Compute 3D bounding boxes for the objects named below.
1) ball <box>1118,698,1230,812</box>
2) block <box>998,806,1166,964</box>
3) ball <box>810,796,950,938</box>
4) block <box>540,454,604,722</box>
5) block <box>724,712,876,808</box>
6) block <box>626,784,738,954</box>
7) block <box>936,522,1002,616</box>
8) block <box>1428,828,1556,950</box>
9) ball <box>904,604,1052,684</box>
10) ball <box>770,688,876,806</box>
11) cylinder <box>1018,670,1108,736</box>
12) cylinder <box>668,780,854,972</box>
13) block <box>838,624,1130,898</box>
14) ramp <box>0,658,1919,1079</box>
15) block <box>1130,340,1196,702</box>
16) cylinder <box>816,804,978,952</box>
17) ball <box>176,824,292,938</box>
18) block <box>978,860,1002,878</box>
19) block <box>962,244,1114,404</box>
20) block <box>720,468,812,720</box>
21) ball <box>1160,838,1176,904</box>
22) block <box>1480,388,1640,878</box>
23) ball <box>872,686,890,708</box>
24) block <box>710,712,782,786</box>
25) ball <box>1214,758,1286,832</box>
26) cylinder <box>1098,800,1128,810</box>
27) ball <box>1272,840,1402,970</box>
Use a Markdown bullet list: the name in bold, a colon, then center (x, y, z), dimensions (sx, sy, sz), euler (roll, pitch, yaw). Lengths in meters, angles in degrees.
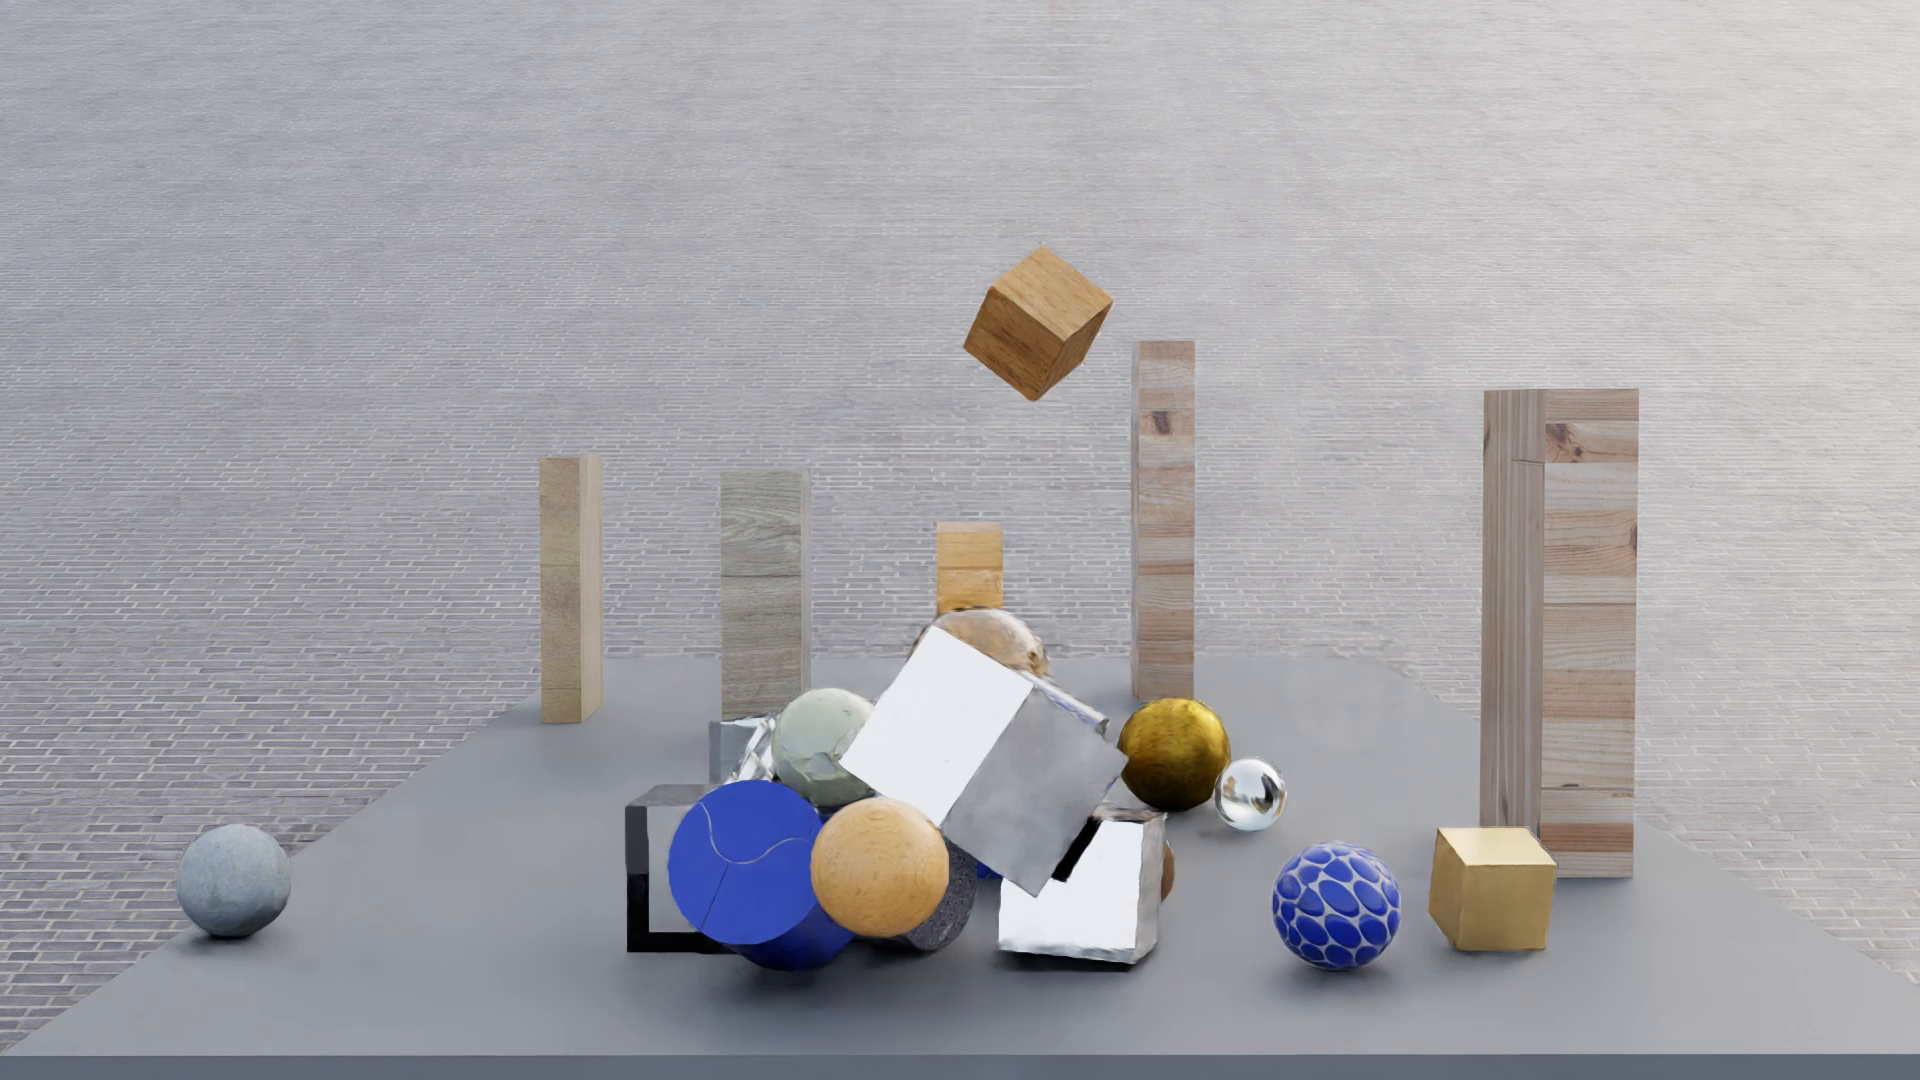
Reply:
- **ball**: center (0.337, 0.338, 4.059), dimensions (0.180, 0.180, 0.180), euler (0, 22, 0)
- **block**: center (0.144, 0.395, 2.989), dimensions (0.158, 0.158, 0.158), euler (4, 0, 14)
- **ball**: center (-0.082, 0.334, 2.628), dimensions (0.143, 0.143, 0.143), euler (0, 22, 0)
- **block**: center (-0.807, 0.093, 5.358), dimensions (0.080, 0.536, 0.335), euler (0, 3, 0)
- **block**: center (-0.223, 0.346, 3.523), dimensions (0.142, 0.142, 0.142), euler (29, 2, -23)
- **block**: center (-0.296, 0.392, 3.086), dimensions (0.172, 0.172, 0.172), euler (0, 3, 6)
- **block**: center (0.013, 0.211, 3.789), dimensions (0.094, 0.461, 0.313), euler (0, 3, 0)
- **block**: center (0.629, 0.413, 3.046), dimensions (0.109, 0.109, 0.109), euler (1, 17, -8)
- **ball**: center (0.024, 0.191, 3.529), dimensions (0.205, 0.205, 0.205), euler (0, 22, 0)
- **ball**: center (-0.154, 0.246, 3.059), dimensions (0.142, 0.142, 0.142), euler (0, 22, 0)
- **cylinder**: center (0.110, 0.255, 3.371), dimensions (0.124, 0.124, 0.124), euler (30, 30, 13)
- **cylinder**: center (-0.209, 0.373, 2.843), dimensions (0.180, 0.180, 0.180), euler (6, -17, 14)
- **block**: center (0.027, 0.246, 2.858), dimensions (0.187, 0.187, 0.187), euler (39, -7, -41)
- **ramp**: center (0.050, 0.454, 4.532), dimensions (2.000, 0.100, 4.000), euler (0, 3, 0)
- **block**: center (0.446, -0.045, 5.667), dimensions (0.120, 0.780, 0.240), euler (0, 3, 0)
- **cylinder**: center (-0.093, 0.398, 3.050), dimensions (0.163, 0.163, 0.163), euler (1, 18, 36)
- **ball**: center (-0.875, 0.411, 3.101), dimensions (0.135, 0.135, 0.135), euler (0, 22, 0)
- **block**: center (0.028, 0.373, 3.560), dimensions (0.162, 0.162, 0.162), euler (0, 3, -1)
- **block**: center (0.090, -0.251, 2.980), dimensions (0.107, 0.107, 0.107), euler (39, 48, 11)
- **block**: center (-0.366, 0.125, 4.894), dimensions (0.148, 0.520, 0.321), euler (0, 3, 0)
- **ball**: center (0.210, 0.411, 3.220), dimensions (0.120, 0.120, 0.120), euler (0, 22, 0)
- **block**: center (0.849, 0.116, 3.673), dimensions (0.125, 0.662, 0.407), euler (0, 3, 0)
- **ball**: center (-0.051, 0.237, 3.168), dimensions (0.135, 0.135, 0.135), euler (0, 22, 0)
- **block**: center (-0.255, 0.355, 3.848), dimensions (0.169, 0.169, 0.169), euler (2, 4, 38)
- **ball**: center (0.436, 0.383, 3.867), dimensions (0.109, 0.109, 0.109), euler (0, 22, 0)
- **cylinder**: center (0.161, 0.401, 3.442), dimensions (0.118, 0.118, 0.118), euler (-12, 8, -28)
- **ball**: center (0.427, 0.414, 2.915), dimensions (0.146, 0.146, 0.146), euler (0, 22, 0)
